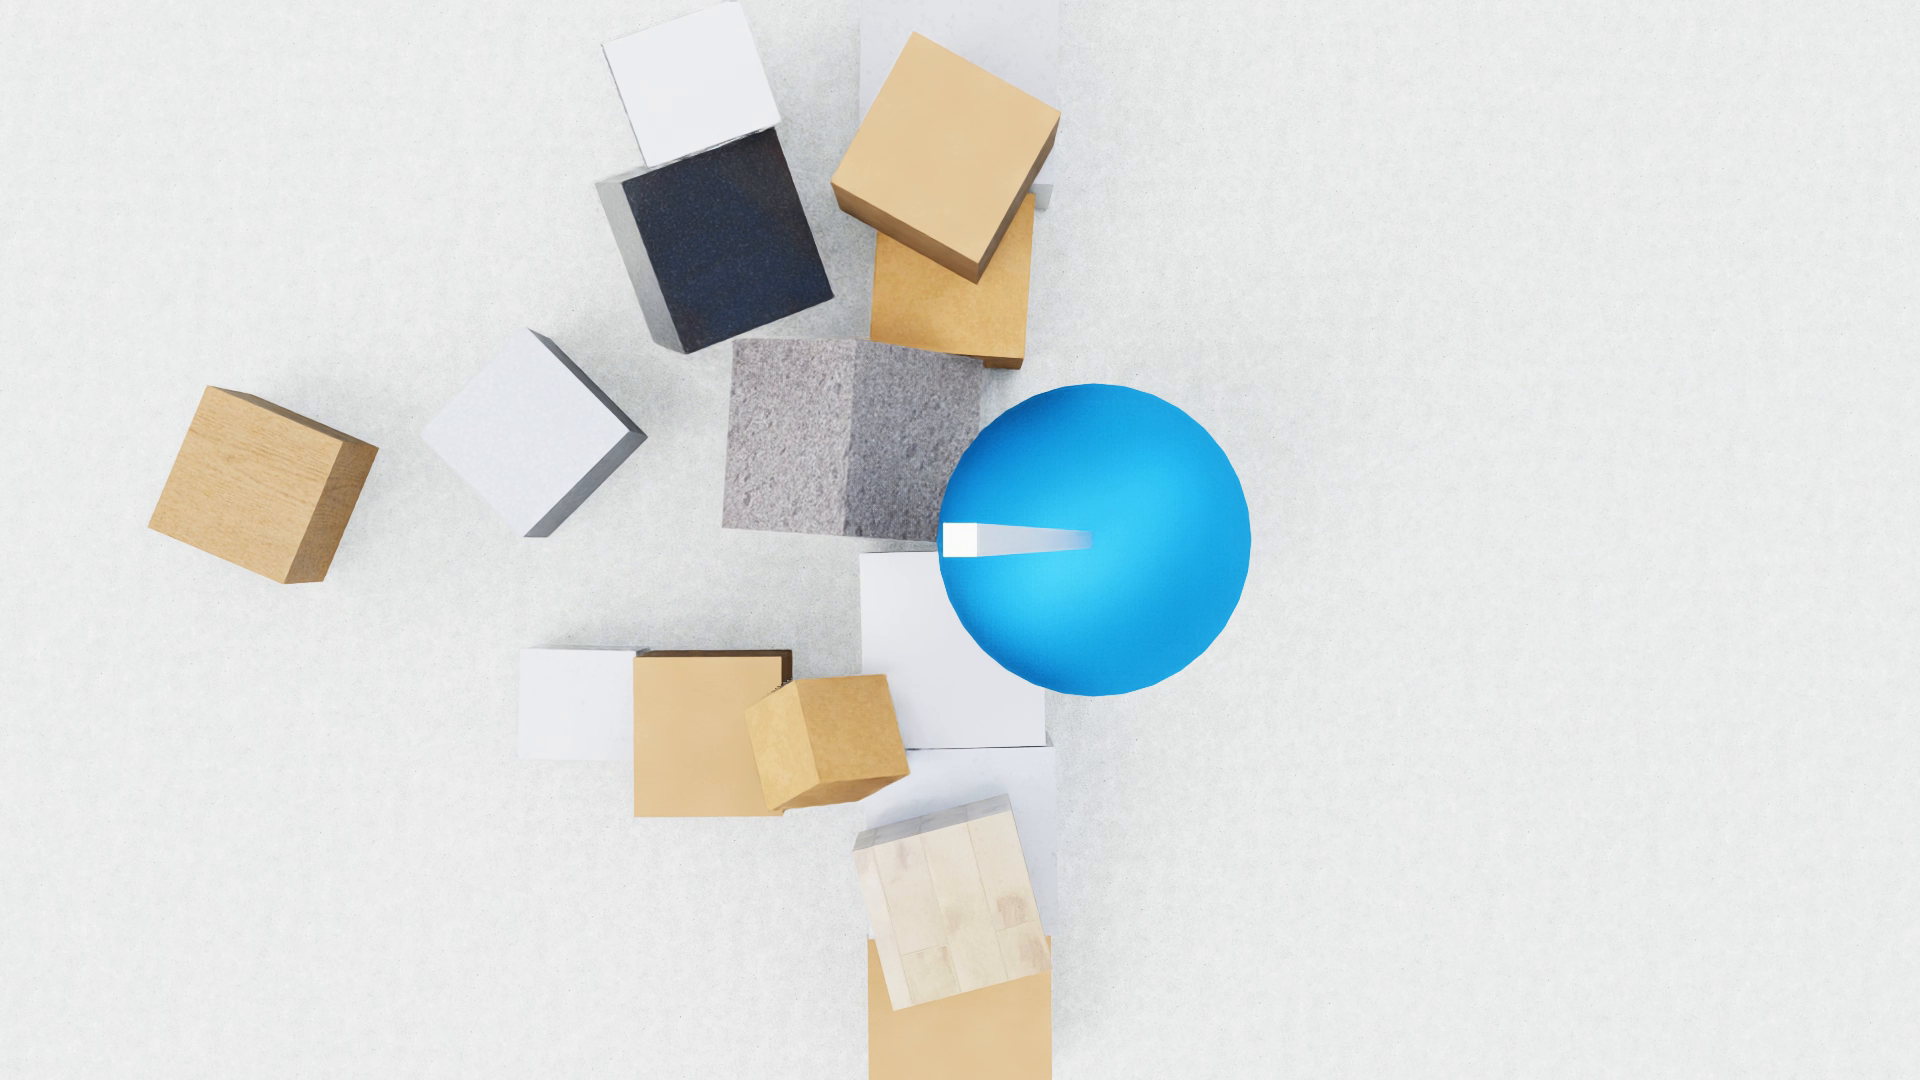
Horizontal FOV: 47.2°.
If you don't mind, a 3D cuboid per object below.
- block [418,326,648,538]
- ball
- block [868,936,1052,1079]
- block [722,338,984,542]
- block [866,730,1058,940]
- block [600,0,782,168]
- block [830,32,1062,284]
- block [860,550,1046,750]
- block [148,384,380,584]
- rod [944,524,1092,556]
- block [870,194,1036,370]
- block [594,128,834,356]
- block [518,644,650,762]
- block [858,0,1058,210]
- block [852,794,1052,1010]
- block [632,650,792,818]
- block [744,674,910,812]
[{"bbox_3d":[-2.429,-0.602,12.619,0.843,0.761,0.820,-45,90,0],"label":"block"},{"bbox_3d":[0.680,0.000,11.215,1.600,1.600,1.600,0,90,0],"label":"ball"},{"bbox_3d":[-0.001,2.630,12.544,1.009,0.912,0.917,0,90,0],"label":"block"},{"bbox_3d":[-0.592,-0.543,12.293,0.905,1.088,1.045,4,90,39],"label":"block"},{"bbox_3d":[0.009,1.652,12.491,1.037,1.017,1.027,-1,90,0],"label":"block"},{"bbox_3d":[-1.471,-2.488,11.948,0.750,0.721,0.674,-20,105,-5],"label":"block"},{"bbox_3d":[-0.072,-1.989,11.605,0.857,0.957,0.872,29,90,0],"label":"block"},{"bbox_3d":[-0.040,0.597,12.488,0.985,1.024,1.073,-2,90,0],"label":"block"},{"bbox_3d":[-3.975,-0.308,12.613,0.820,0.773,0.860,23,90,0],"label":"block"},{"bbox_3d":[0.295,0.000,7.837,0.080,5.200,0.080,0,90,7],"label":"rod"},{"bbox_3d":[-0.043,-1.492,12.592,0.862,0.816,0.915,4,90,0],"label":"block"},{"bbox_3d":[-1.389,-1.683,12.321,0.885,0.968,0.979,-23,105,-13],"label":"block"},{"bbox_3d":[-2.163,0.932,12.708,0.651,0.583,0.622,1,90,0],"label":"block"},{"bbox_3d":[-0.009,-2.535,12.542,1.082,0.917,1.135,1,90,0],"label":"block"},{"bbox_3d":[-0.039,1.891,11.602,0.841,0.762,0.839,-15,90,0],"label":"block"},{"bbox_3d":[-1.398,1.091,12.588,0.821,0.823,0.885,0,90,0],"label":"block"},{"bbox_3d":[-0.708,1.079,11.731,0.595,0.504,0.562,-1,68,-40],"label":"block"}]
